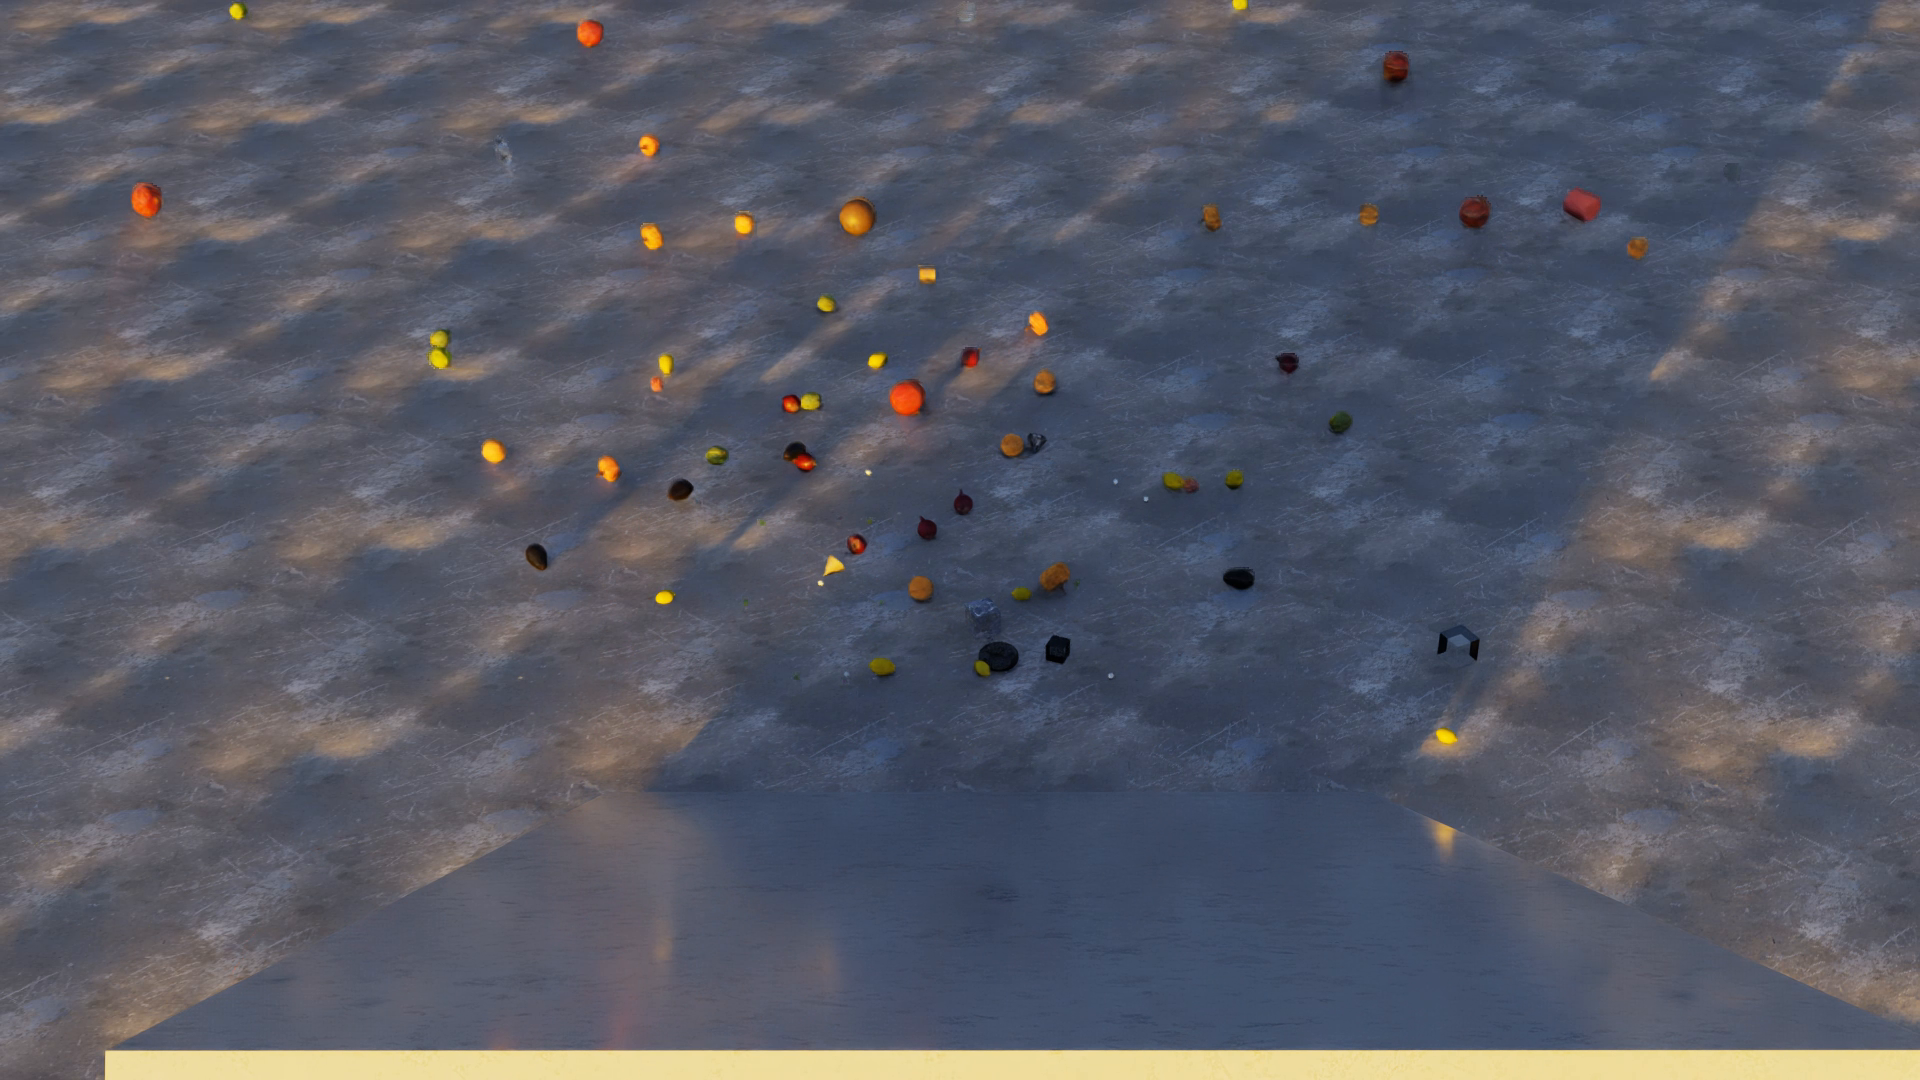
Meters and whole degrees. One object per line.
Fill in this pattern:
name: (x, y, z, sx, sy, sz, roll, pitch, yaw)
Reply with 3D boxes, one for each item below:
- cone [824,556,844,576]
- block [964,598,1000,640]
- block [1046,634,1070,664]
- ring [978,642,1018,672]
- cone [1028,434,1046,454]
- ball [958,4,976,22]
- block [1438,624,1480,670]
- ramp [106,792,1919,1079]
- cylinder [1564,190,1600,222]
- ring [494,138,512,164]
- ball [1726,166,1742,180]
cone: (-0.389, 0.087, 7.765, 0.060, 0.060, 0.060, 30, 71, 36)
block: (0.065, 0.228, 7.514, 0.078, 0.078, 0.078, -14, 37, -19)
block: (0.280, 0.313, 7.411, 0.053, 0.053, 0.053, 14, 37, 19)
ring: (0.110, 0.332, 7.396, 0.116, 0.039, 0.116, -1, 35, 1)
cone: (0.244, -0.300, 8.332, 0.061, 0.061, 0.061, 5, 61, 7)
ball: (0.030, -2.267, 11.174, 0.076, 0.076, 0.076, 0, 34, 0)
block: (1.421, 0.305, 7.399, 0.079, 0.079, 0.079, -18, 38, -24)
ramp: (0.076, 0.656, 4.805, 2.000, 0.100, 4.000, 0, -2, 0)
cylinder: (2.308, -1.242, 9.646, 0.093, 0.093, 0.093, -28, 46, -35)
ring: (-1.758, -1.496, 9.991, 0.036, 0.108, 0.108, -22, 40, -19)
ball: (2.956, -1.402, 9.920, 0.059, 0.059, 0.059, 0, 34, 0)
